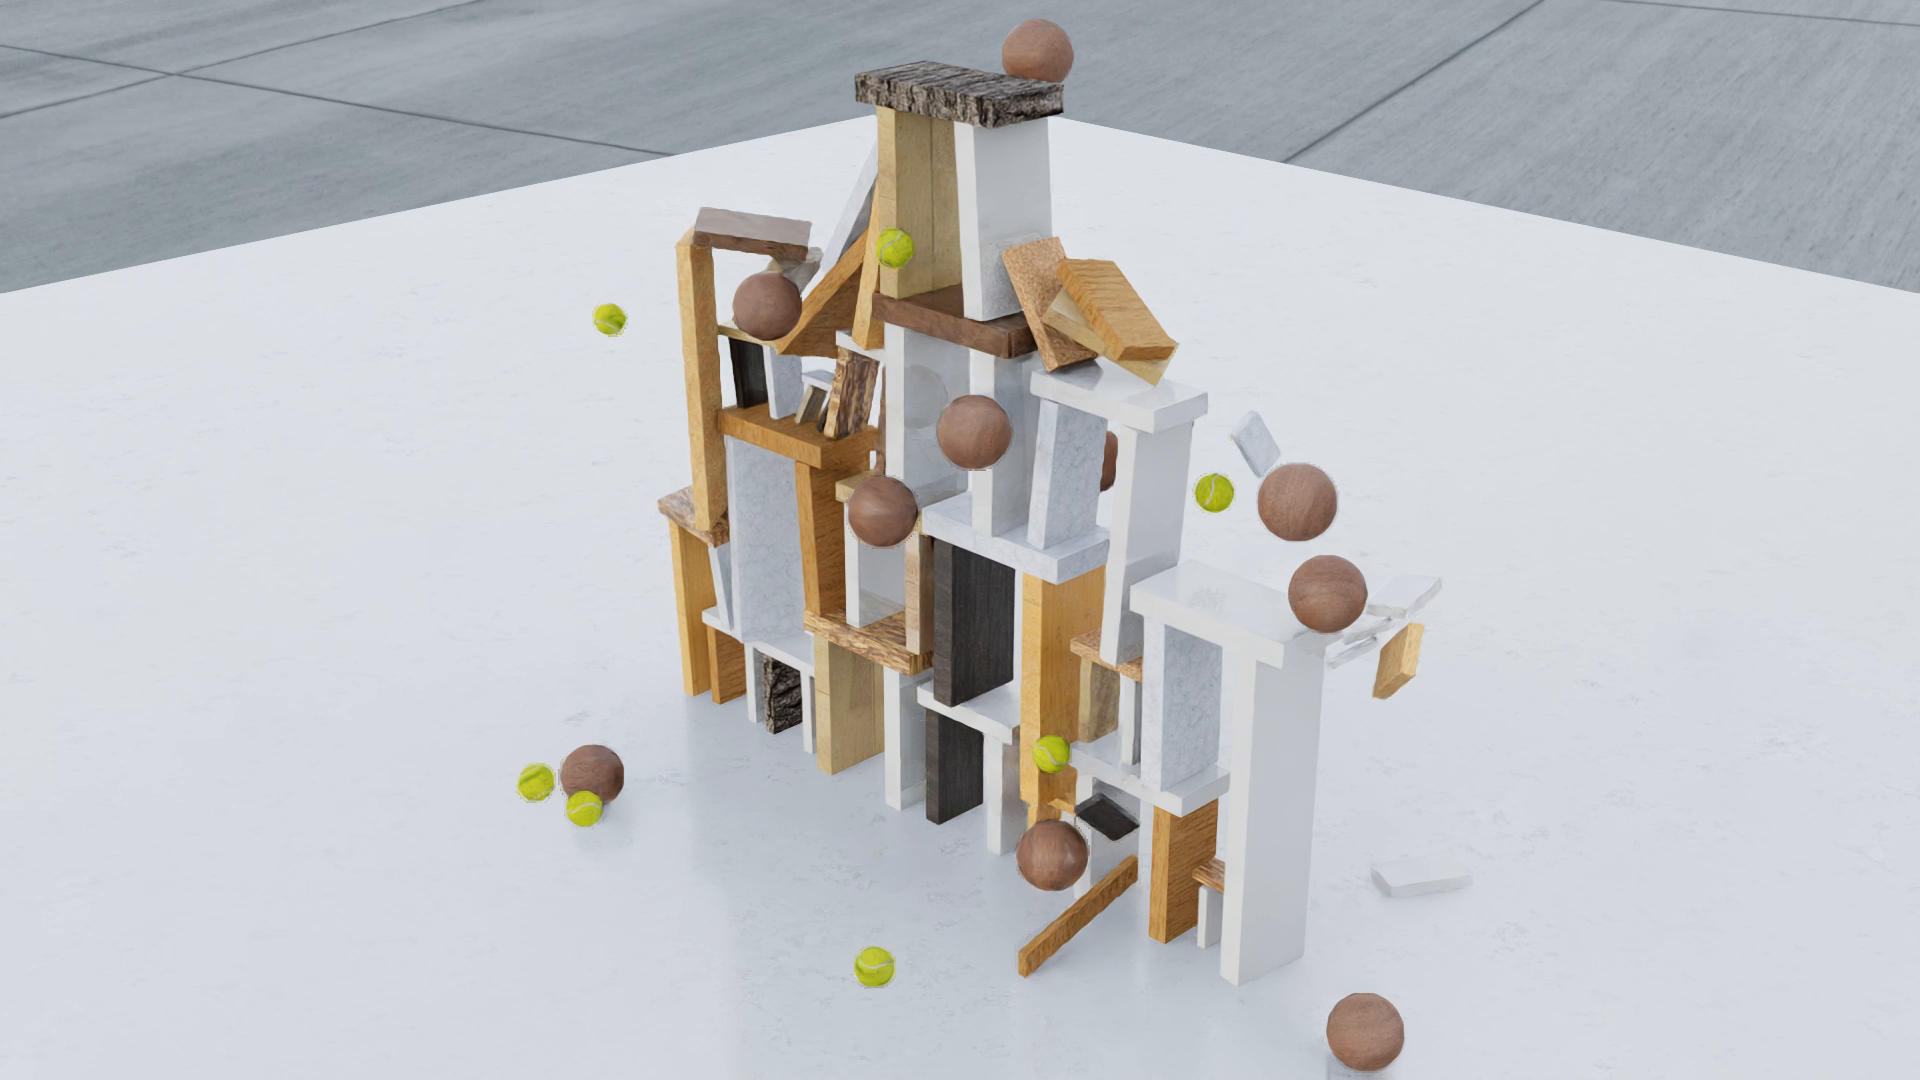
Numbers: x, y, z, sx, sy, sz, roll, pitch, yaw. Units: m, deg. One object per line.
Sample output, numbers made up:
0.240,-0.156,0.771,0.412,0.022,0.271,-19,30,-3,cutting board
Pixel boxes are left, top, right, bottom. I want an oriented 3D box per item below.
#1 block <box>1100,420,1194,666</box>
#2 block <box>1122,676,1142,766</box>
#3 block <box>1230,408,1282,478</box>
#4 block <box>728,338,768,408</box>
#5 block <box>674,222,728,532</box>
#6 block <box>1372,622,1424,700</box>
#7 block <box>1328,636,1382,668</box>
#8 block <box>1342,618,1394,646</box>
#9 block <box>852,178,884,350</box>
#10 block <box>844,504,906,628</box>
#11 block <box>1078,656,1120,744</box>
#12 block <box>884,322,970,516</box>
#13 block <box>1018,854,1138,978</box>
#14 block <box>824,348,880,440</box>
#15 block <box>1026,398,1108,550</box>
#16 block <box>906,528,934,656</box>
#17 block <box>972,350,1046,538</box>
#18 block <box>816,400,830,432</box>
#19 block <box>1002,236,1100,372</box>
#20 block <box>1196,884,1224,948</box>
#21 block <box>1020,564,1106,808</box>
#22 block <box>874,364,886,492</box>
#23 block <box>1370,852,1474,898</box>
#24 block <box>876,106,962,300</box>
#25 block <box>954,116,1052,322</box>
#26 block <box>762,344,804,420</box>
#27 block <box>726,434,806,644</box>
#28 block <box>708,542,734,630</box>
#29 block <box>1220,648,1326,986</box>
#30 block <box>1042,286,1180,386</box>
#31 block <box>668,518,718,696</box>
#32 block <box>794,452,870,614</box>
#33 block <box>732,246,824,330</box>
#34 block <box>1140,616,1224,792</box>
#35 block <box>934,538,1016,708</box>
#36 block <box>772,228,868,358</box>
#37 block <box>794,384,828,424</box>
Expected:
0.327,-0.004,3.868,0.143,0.456,0.040,-20,34,-38,block
0.335,0.314,3.989,0.087,0.174,0.025,-22,31,-40,block
0.517,-0.168,3.838,0.059,0.119,0.017,-49,43,-13,block
-0.433,-0.356,4.541,0.077,0.154,0.022,-23,26,-40,block
-0.525,-0.325,4.492,0.031,0.656,0.111,9,34,13,block
0.742,0.207,3.727,0.024,0.086,0.292,12,-11,4,block
0.780,0.222,4.352,0.104,0.015,0.052,-27,3,5,block
0.814,0.182,4.394,0.104,0.015,0.052,-21,5,10,block
-0.101,-0.527,4.153,0.165,0.330,0.047,-13,37,-36,block
-0.170,0.034,4.426,0.037,0.262,0.131,22,31,40,block
0.259,0.282,4.064,0.025,0.174,0.087,22,32,39,block
-0.061,-0.248,4.178,0.175,0.376,0.049,-21,32,-40,block
0.218,0.681,3.998,0.017,0.059,0.319,29,47,32,block
-0.211,-0.297,4.344,0.027,0.190,0.095,33,34,33,block
0.196,-0.135,3.958,0.040,0.285,0.143,28,35,37,block
-0.046,0.083,4.312,0.037,0.262,0.131,22,31,40,block
0.103,-0.196,4.022,0.175,0.349,0.049,-21,32,-40,block
-0.249,-0.262,4.393,0.051,0.103,0.015,-22,63,-42,block
0.165,-0.418,3.889,0.113,0.227,0.032,-18,-5,-37,block
0.460,0.677,4.007,0.062,0.123,0.017,-21,31,-41,block
0.192,0.258,4.130,0.173,0.473,0.049,-21,31,-40,block
-0.114,-0.225,4.268,0.095,0.258,0.027,-16,31,-41,block
0.886,0.642,4.217,0.173,0.024,0.086,-6,24,-14,block
-0.065,-0.630,4.025,0.174,0.348,0.049,-19,29,-37,block
0.081,-0.577,3.895,0.174,0.348,0.049,-19,25,-36,block
-0.357,-0.331,4.480,0.077,0.154,0.022,-23,28,-39,block
-0.403,-0.014,4.648,0.161,0.465,0.046,-11,26,-23,block
-0.478,0.074,4.741,0.111,0.222,0.031,-29,37,-35,block
0.543,0.469,3.831,0.164,0.644,0.047,-16,28,-33,block
0.264,-0.361,3.827,0.227,0.032,0.113,30,38,1,block
-0.577,0.132,4.887,0.031,0.436,0.111,21,33,40,block
-0.251,-0.025,4.486,0.161,0.321,0.046,-21,27,-41,block
-0.362,-0.502,4.393,0.111,0.222,0.031,-20,74,-37,block
0.395,0.267,3.903,0.047,0.328,0.164,20,30,41,block
0.028,0.136,4.255,0.173,0.346,0.049,-21,31,-40,block
-0.202,-0.481,4.317,0.165,0.371,0.047,0,61,-39,block
-0.297,-0.281,4.437,0.051,0.103,0.015,-23,61,-43,block
